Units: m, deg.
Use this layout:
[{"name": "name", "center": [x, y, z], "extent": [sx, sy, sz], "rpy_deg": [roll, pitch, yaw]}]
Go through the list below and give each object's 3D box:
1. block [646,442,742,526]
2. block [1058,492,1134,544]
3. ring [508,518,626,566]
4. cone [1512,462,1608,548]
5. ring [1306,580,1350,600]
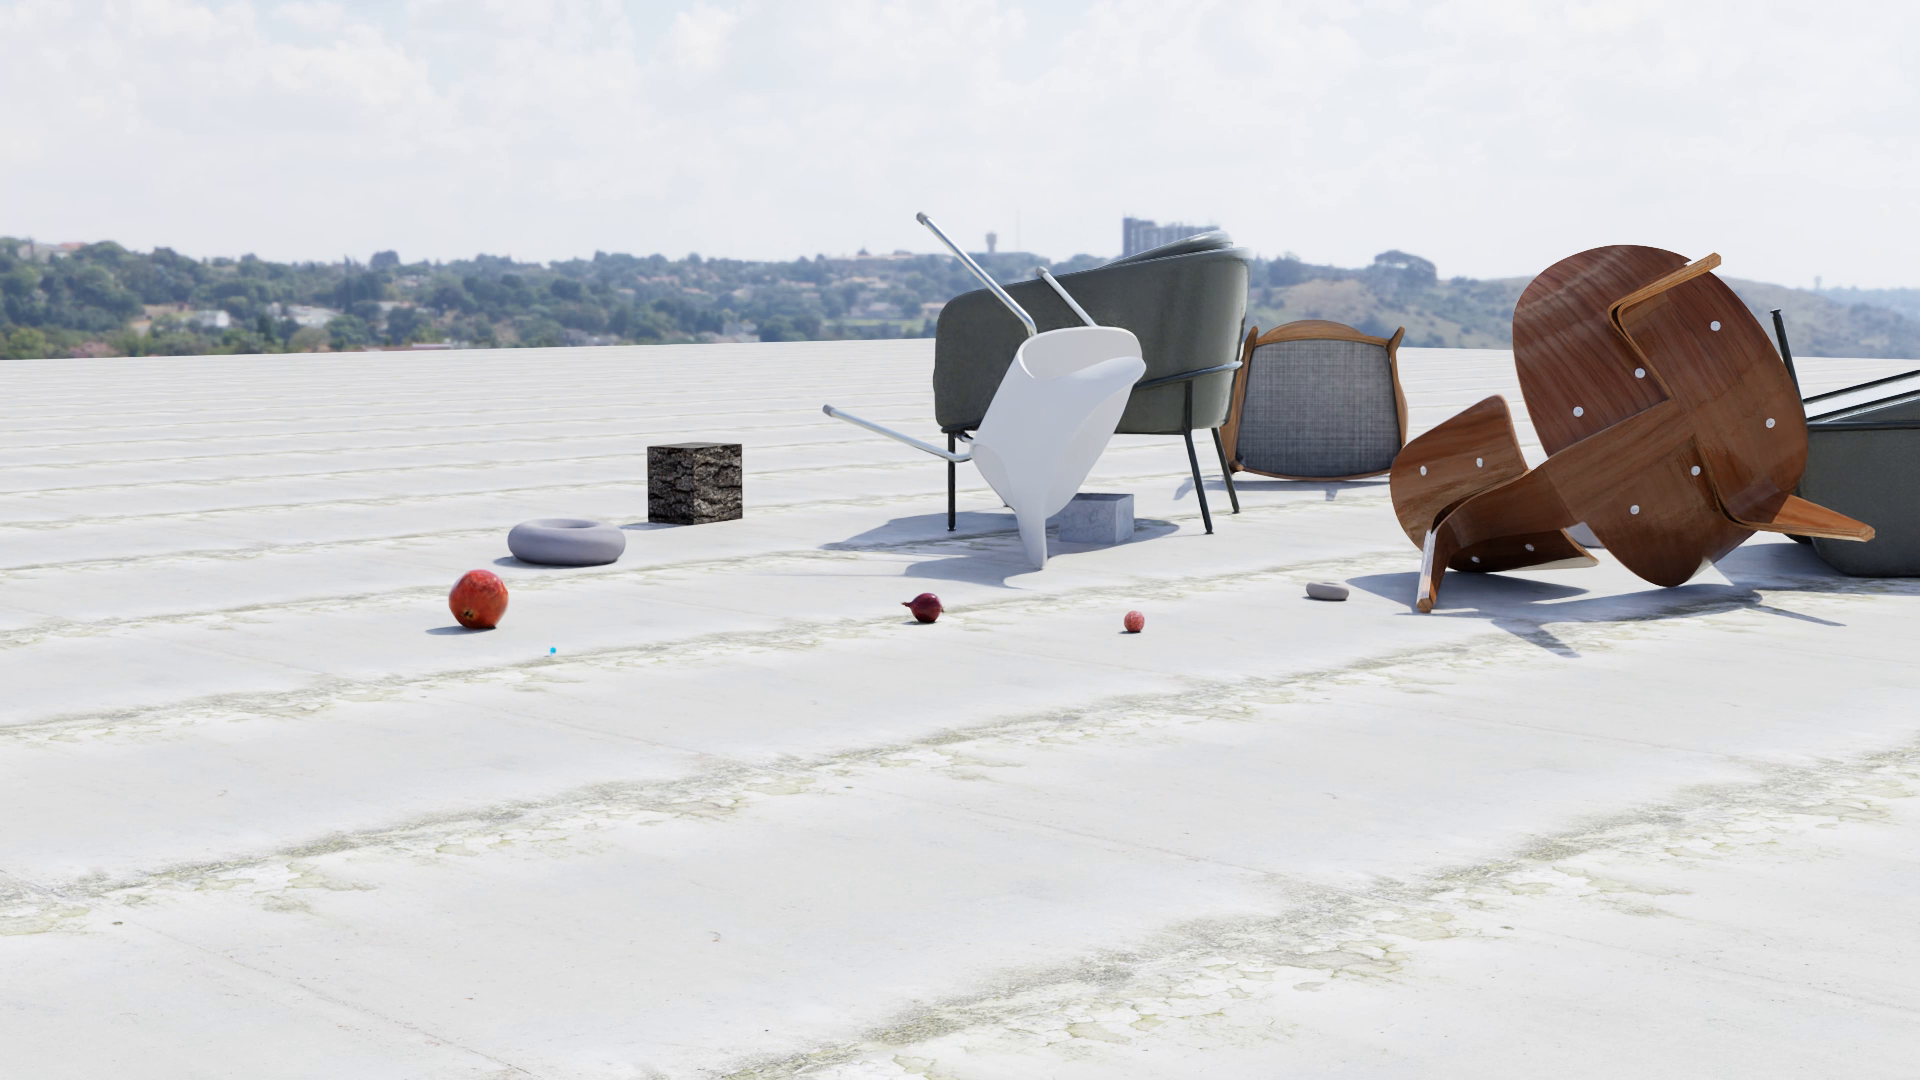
[{"name": "block", "center": [-0.713, -0.154, 6.910], "extent": [0.155, 0.204, 0.216], "rpy_deg": [4, 7, 32]}, {"name": "block", "center": [0.344, -0.057, 6.450], "extent": [0.144, 0.105, 0.225], "rpy_deg": [2, 6, 15]}, {"name": "ring", "center": [-0.915, 0.004, 5.968], "extent": [0.272, 0.085, 0.352], "rpy_deg": [-1, 7, -17]}, {"name": "cone", "center": [1.519, -0.037, 6.271], "extent": [0.205, 0.275, 0.175], "rpy_deg": [50, 0, 43]}, {"name": "ring", "center": [0.753, 0.104, 5.255], "extent": [0.067, 0.032, 0.111], "rpy_deg": [-2, 7, -33]}]
